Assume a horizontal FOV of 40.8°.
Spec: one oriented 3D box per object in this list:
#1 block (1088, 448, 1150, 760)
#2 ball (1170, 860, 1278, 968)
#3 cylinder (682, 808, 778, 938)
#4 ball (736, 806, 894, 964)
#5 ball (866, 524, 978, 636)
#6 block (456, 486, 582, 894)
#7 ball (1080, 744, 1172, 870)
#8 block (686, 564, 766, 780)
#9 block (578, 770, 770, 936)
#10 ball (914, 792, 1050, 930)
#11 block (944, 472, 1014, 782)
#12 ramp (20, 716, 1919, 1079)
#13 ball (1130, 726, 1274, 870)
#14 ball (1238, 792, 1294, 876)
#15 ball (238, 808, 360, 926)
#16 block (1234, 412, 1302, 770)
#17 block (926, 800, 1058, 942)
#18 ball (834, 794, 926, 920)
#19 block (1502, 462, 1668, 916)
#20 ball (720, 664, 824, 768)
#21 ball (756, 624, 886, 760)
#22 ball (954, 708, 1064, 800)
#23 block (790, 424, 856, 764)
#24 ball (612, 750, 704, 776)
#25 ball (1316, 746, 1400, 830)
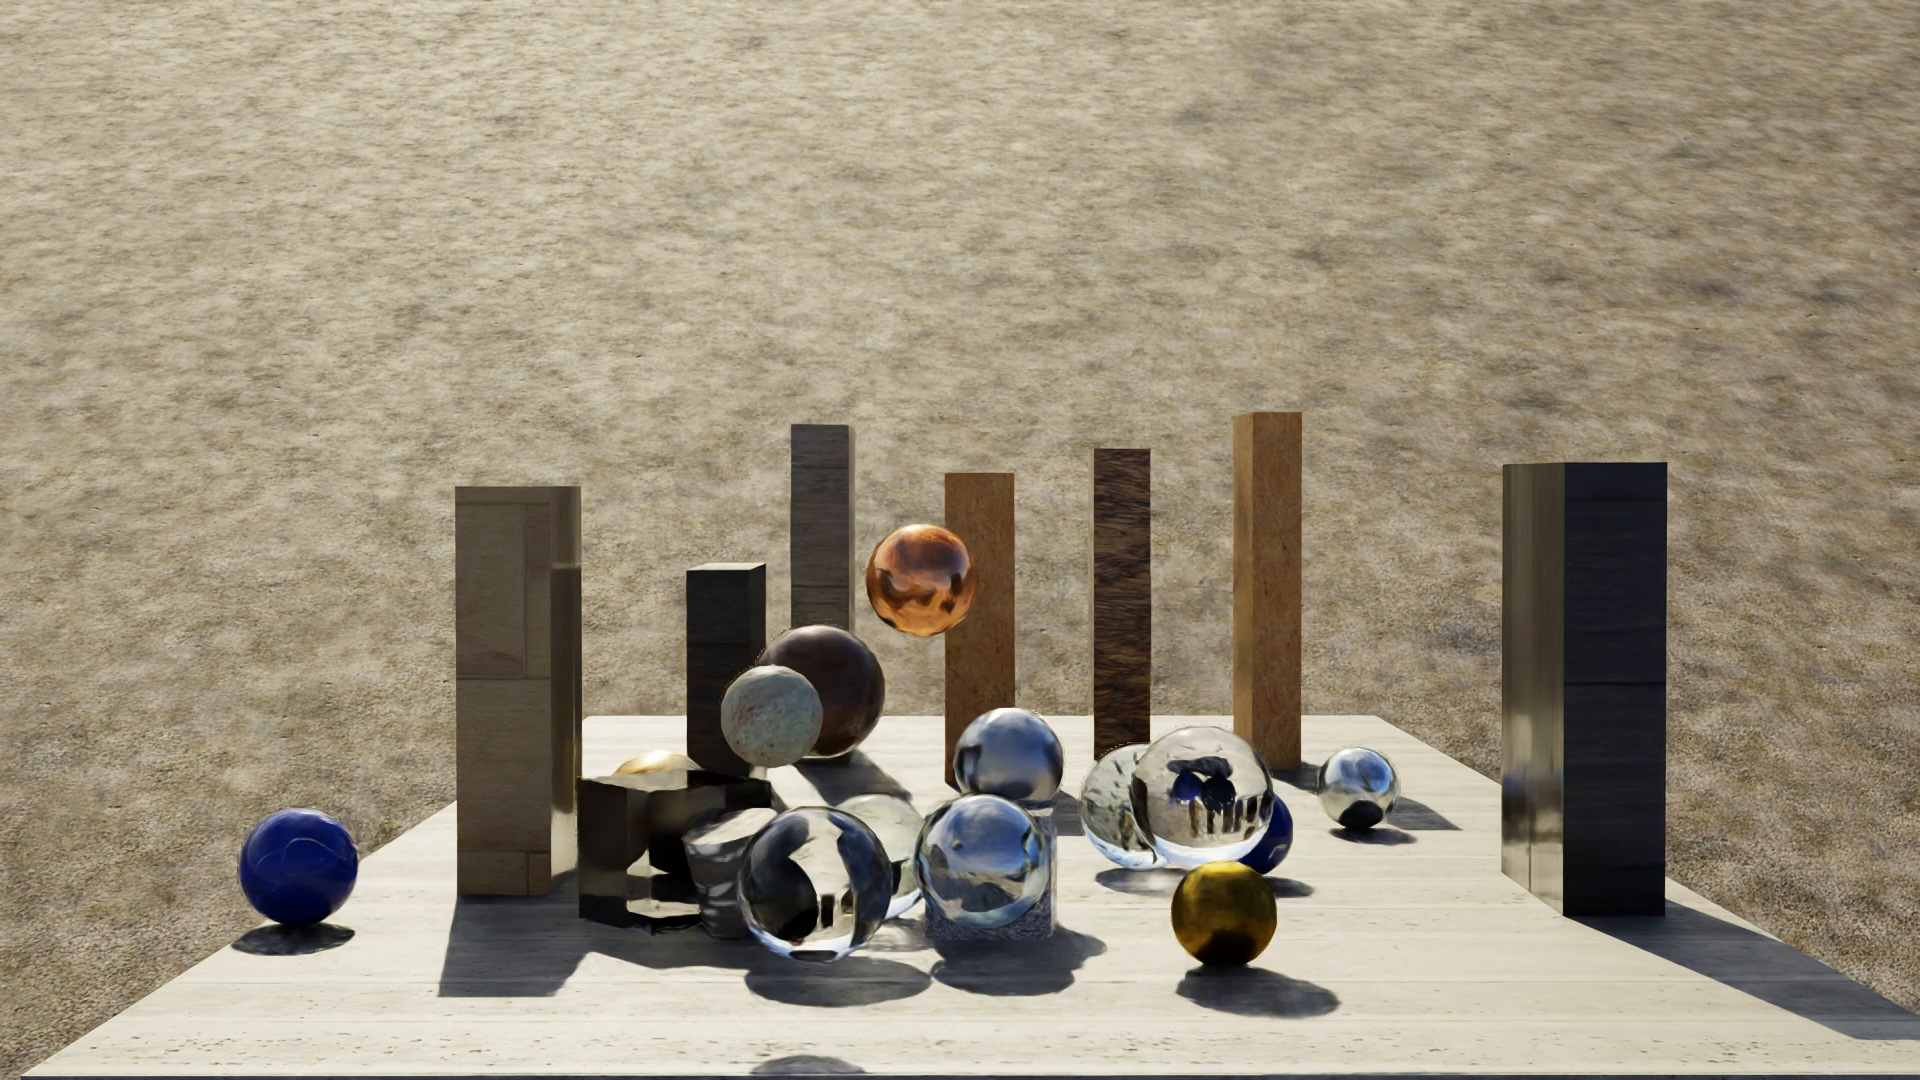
[{"bbox_3d":[0.346,0.135,5.629,0.120,0.666,0.248,0,1,0],"label":"block"},{"bbox_3d":[0.322,0.456,3.151,0.131,0.131,0.131,0,26,0],"label":"ball"},{"bbox_3d":[-0.285,0.436,3.377,0.130,0.130,0.130,-13,11,2],"label":"cylinder"},{"bbox_3d":[-0.179,0.425,3.185,0.194,0.194,0.194,0,26,0],"label":"ball"},{"bbox_3d":[-0.060,0.062,4.036,0.177,0.177,0.177,0,26,0],"label":"ball"},{"bbox_3d":[-0.656,0.213,3.861,0.136,0.587,0.308,0,1,0],"label":"block"},{"bbox_3d":[0.279,0.408,3.948,0.193,0.193,0.193,0,26,0],"label":"ball"},{"bbox_3d":[-0.446,0.267,4.961,0.115,0.433,0.427,0,1,0],"label":"block"},{"bbox_3d":[-0.388,0.420,3.502,0.189,0.189,0.189,-1,2,-38],"label":"block"},{"bbox_3d":[0.027,0.405,3.252,0.172,0.172,0.172,0,26,0],"label":"ball"},{"bbox_3d":[0.038,0.169,5.309,0.138,0.613,0.429,0,1,0],"label":"block"},{"bbox_3d":[0.060,0.541,4.577,2.000,0.100,4.000,0,1,0],"label":"ramp"},{"bbox_3d":[0.303,0.322,3.232,0.181,0.181,0.181,0,26,0],"label":"ball"},{"bbox_3d":[0.431,0.436,3.874,0.140,0.140,0.140,0,26,0],"label":"ball"},{"bbox_3d":[-0.884,0.437,3.452,0.157,0.157,0.157,0,26,0],"label":"ball"},{"bbox_3d":[0.654,0.102,5.504,0.102,0.739,0.360,0,1,0],"label":"block"},{"bbox_3d":[0.044,0.435,3.419,0.162,0.162,0.162,0,1,5],"label":"block"},{"bbox_3d":[-0.117,0.429,3.494,0.171,0.171,0.171,0,26,0],"label":"ball"},{"bbox_3d":[0.893,0.200,3.717,0.140,0.619,0.399,0,1,0],"label":"block"},{"bbox_3d":[-0.217,0.203,2.977,0.119,0.119,0.119,0,26,0],"label":"ball"},{"bbox_3d":[-0.190,0.204,3.471,0.181,0.181,0.181,0,26,0],"label":"ball"},{"bbox_3d":[0.068,0.309,3.570,0.153,0.153,0.153,0,26,0],"label":"ball"},{"bbox_3d":[-0.296,0.111,5.614,0.122,0.715,0.349,0,1,0],"label":"block"},{"bbox_3d":[-0.460,0.414,3.953,0.182,0.182,0.182,0,26,0],"label":"ball"},{"bbox_3d":[0.680,0.424,4.414,0.140,0.140,0.140,0,26,0],"label":"ball"}]
